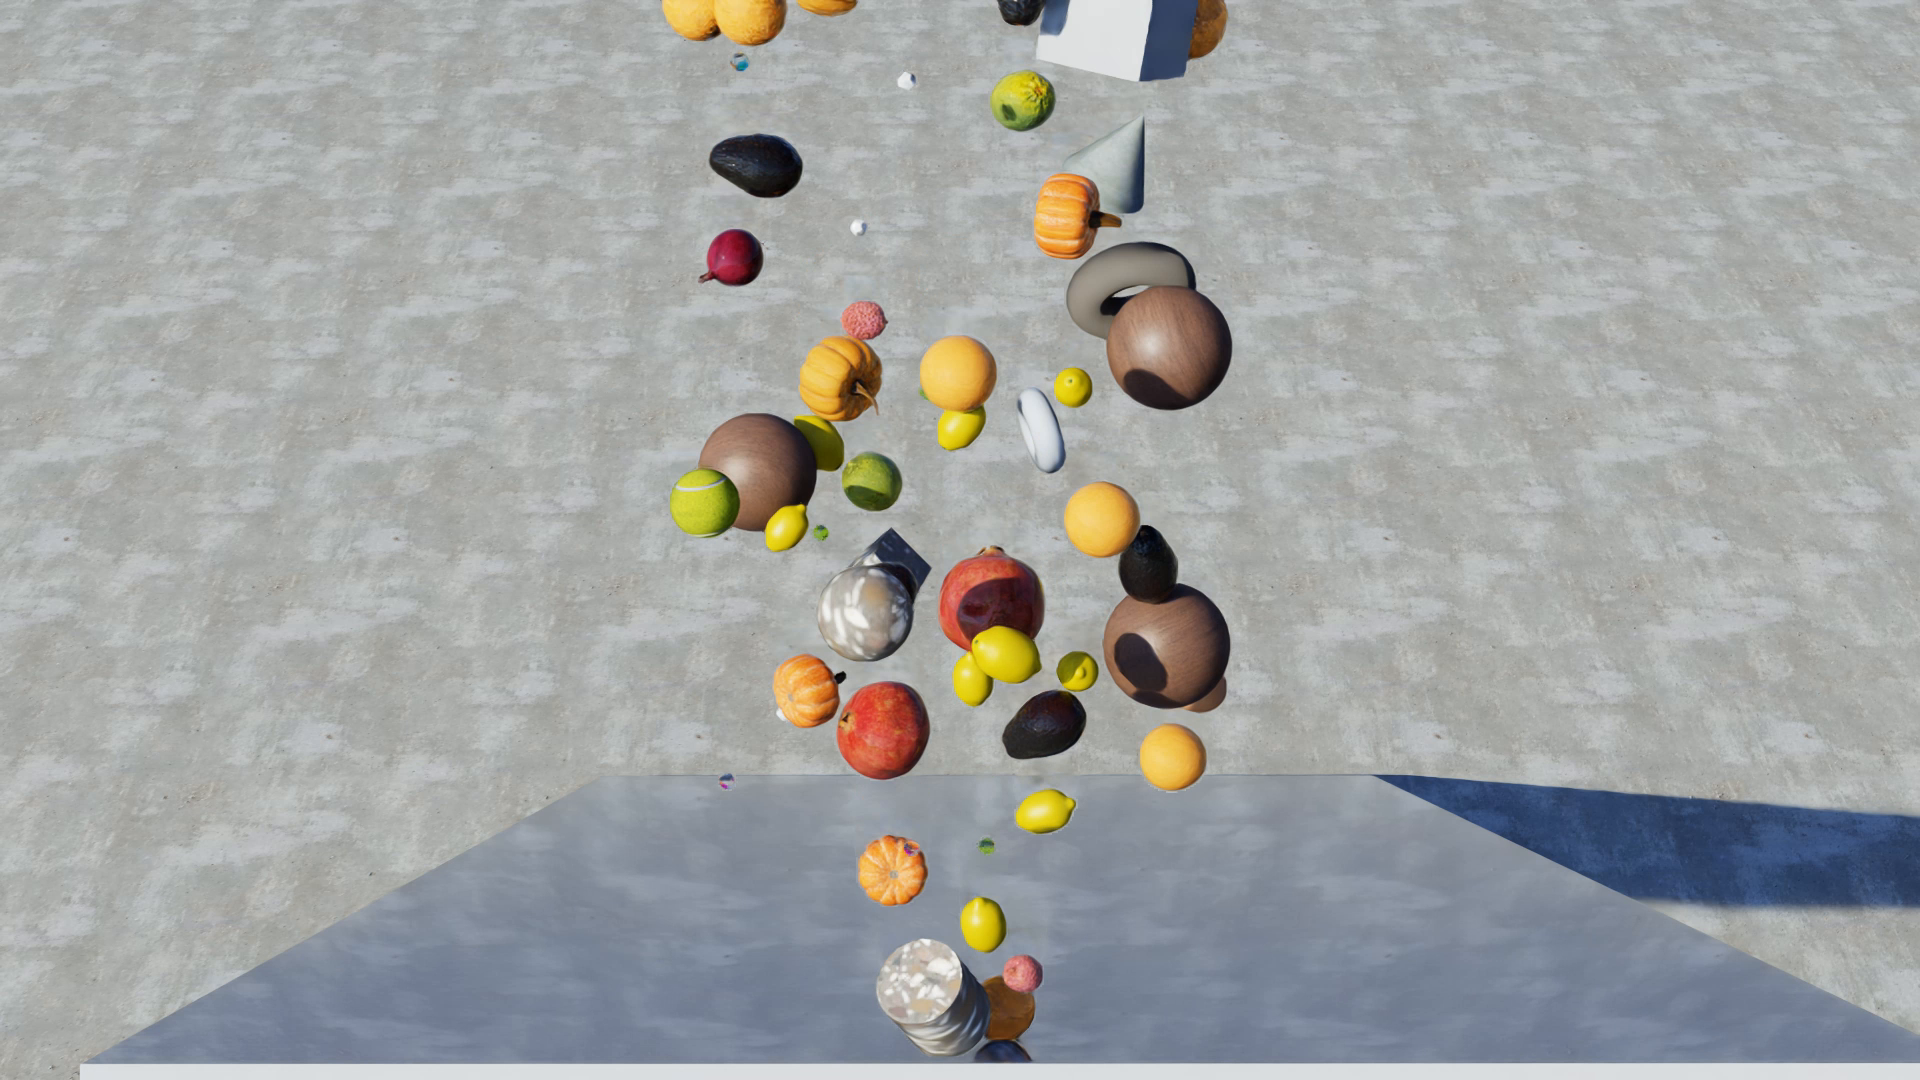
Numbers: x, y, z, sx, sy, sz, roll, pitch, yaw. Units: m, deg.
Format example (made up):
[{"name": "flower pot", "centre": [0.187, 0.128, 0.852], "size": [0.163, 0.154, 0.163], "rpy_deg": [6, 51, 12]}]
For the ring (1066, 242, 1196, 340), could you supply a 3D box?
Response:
[{"name": "ring", "centre": [0.181, -0.263, 2.741], "size": [0.139, 0.139, 0.046], "rpy_deg": [-6, 58, -9]}]

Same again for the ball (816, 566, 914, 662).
[{"name": "ball", "centre": [-0.090, 0.070, 2.461], "size": [0.092, 0.092, 0.092], "rpy_deg": [0, 32, 0]}]

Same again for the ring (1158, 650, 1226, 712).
[{"name": "ring", "centre": [0.243, 0.148, 2.715], "size": [0.077, 0.077, 0.026], "rpy_deg": [15, 44, 23]}]

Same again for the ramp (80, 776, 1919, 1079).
[{"name": "ramp", "centre": [0.072, 0.632, 4.731], "size": [2.000, 0.100, 4.000], "rpy_deg": [0, -1, 0]}]

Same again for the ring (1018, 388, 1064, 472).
[{"name": "ring", "centre": [0.086, -0.117, 2.767], "size": [0.031, 0.094, 0.094], "rpy_deg": [-18, 35, -6]}]

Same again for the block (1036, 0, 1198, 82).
[{"name": "block", "centre": [0.140, -0.460, 2.254], "size": [0.100, 0.100, 0.100], "rpy_deg": [18, 20, 24]}]

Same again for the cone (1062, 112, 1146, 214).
[{"name": "cone", "centre": [0.156, -0.372, 2.467], "size": [0.087, 0.087, 0.087], "rpy_deg": [19, 39, -16]}]

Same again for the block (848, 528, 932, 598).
[{"name": "block", "centre": [-0.084, 0.041, 2.889], "size": [0.065, 0.065, 0.065], "rpy_deg": [45, 31, -9]}]

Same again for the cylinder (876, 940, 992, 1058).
[{"name": "cylinder", "centre": [-0.027, 0.487, 2.747], "size": [0.095, 0.095, 0.095], "rpy_deg": [-11, 54, 16]}]
